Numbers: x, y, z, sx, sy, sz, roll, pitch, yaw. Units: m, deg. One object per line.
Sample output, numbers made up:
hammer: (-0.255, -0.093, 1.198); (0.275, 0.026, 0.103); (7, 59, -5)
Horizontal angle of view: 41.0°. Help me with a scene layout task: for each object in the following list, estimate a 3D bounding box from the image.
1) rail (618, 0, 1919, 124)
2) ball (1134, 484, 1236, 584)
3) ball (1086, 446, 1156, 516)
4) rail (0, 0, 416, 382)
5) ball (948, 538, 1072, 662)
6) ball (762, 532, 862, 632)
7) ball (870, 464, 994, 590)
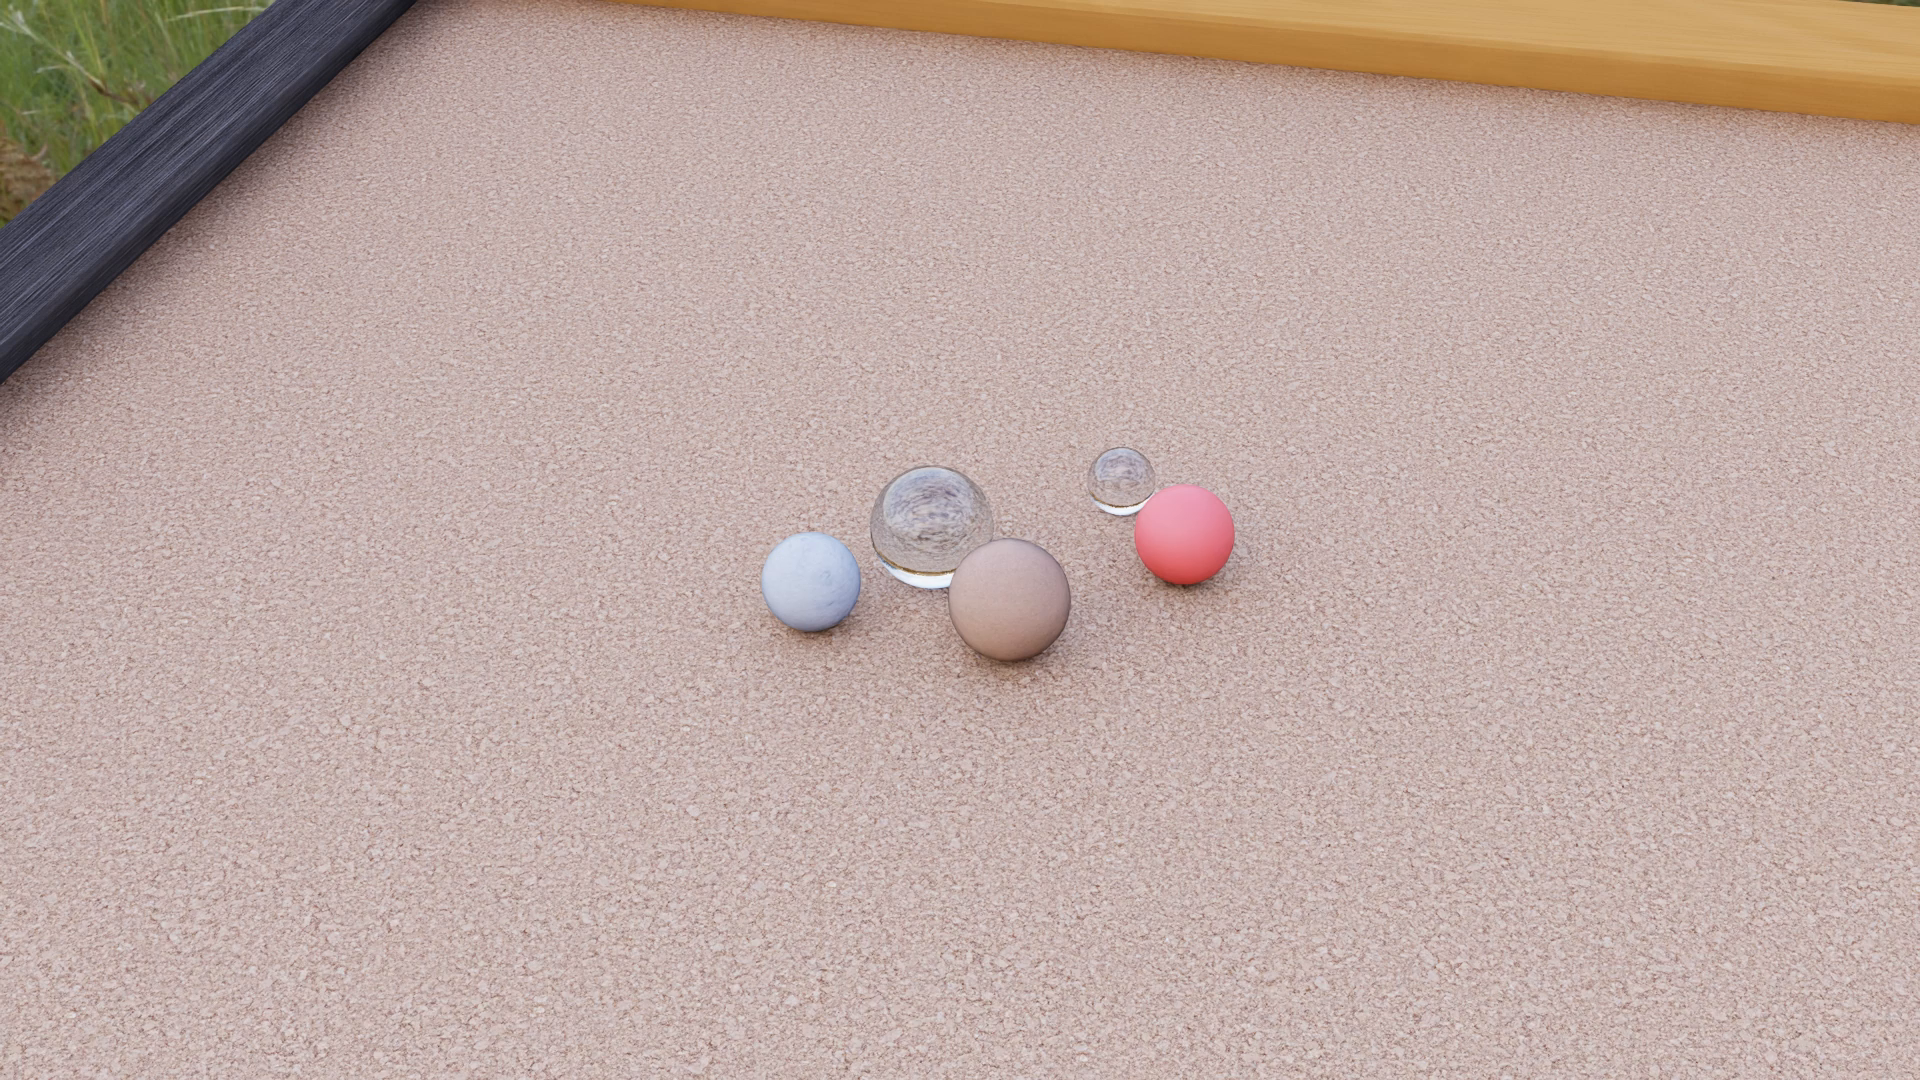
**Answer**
rail: (1.120, -0.470, 2.656); (3.607, 0.127, 0.045); (8, 35, 11)
ball: (0.175, -0.004, 2.005); (0.079, 0.079, 0.079); (0, 34, 0)
ball: (0.132, -0.048, 2.091); (0.056, 0.056, 0.056); (0, 34, 0)
rail: (-0.854, -0.134, 2.153); (0.045, 0.127, 2.142); (8, 35, 11)
ball: (0.037, 0.045, 1.919); (0.092, 0.092, 0.092); (0, 34, 0)
ball: (-0.113, 0.032, 1.953); (0.076, 0.076, 0.076); (0, 34, 0)
ball: (-0.022, -0.010, 1.997); (0.097, 0.097, 0.097); (0, 34, 0)
